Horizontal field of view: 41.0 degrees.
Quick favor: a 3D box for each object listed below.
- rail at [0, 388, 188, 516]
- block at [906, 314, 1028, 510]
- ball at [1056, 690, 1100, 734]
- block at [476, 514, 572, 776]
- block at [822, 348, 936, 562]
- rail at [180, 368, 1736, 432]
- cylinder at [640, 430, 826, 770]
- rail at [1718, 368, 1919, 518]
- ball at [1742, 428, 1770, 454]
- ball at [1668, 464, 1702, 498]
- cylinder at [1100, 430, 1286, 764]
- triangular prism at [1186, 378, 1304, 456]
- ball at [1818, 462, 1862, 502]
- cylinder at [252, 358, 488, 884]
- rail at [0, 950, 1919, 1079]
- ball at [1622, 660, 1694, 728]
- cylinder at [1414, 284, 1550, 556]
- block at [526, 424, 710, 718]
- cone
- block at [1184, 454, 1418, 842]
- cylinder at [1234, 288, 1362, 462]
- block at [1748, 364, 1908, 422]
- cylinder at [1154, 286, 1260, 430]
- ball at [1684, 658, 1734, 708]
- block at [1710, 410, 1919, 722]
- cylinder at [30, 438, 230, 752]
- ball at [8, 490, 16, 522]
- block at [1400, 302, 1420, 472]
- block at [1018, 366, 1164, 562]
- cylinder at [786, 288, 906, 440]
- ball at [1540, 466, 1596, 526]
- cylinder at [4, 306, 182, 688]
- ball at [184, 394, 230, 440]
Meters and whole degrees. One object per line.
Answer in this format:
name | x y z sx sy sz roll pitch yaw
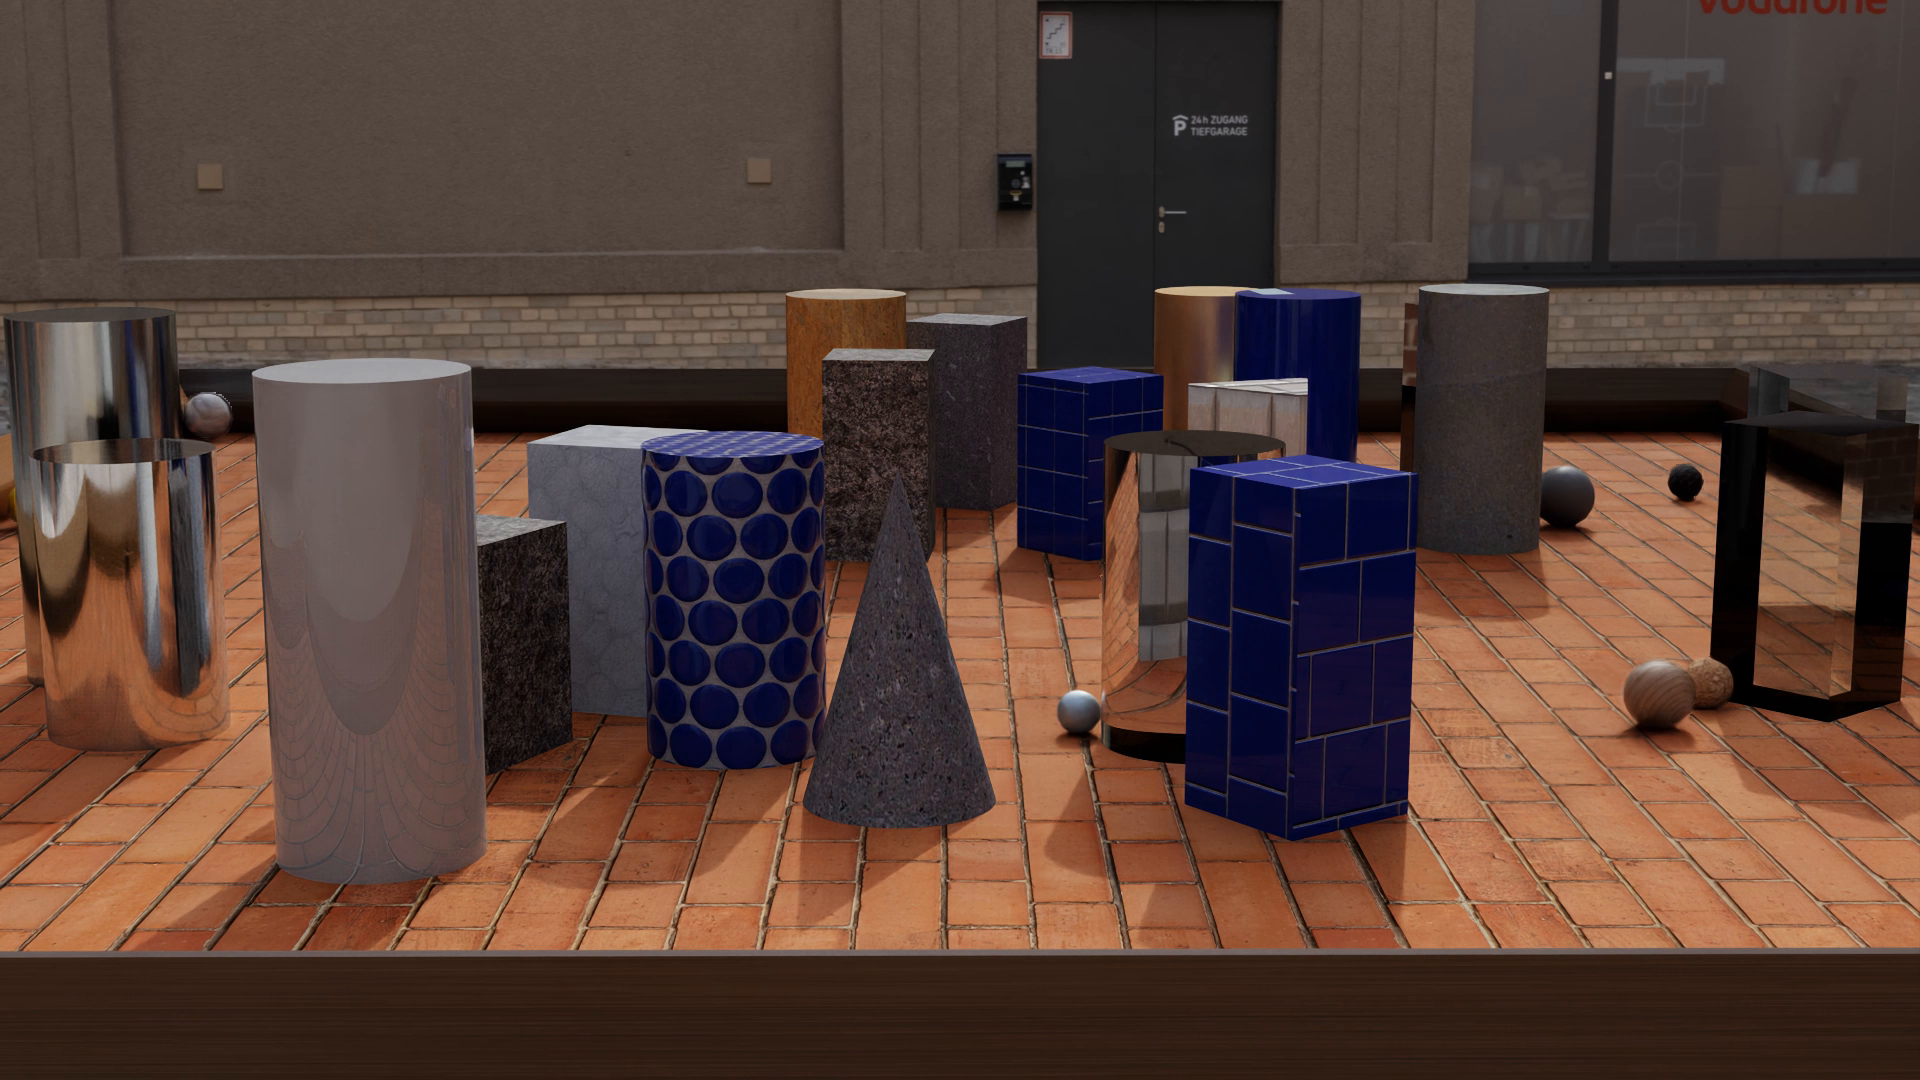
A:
rail | -1.537 0.034 3.440 0.045 0.126 3.415 0 11 0
block | 0.011 -0.217 4.302 0.155 0.307 0.155 5 11 24
ball | 0.130 0.190 2.822 0.048 0.048 0.048 0 11 0
block | -0.525 0.106 2.738 0.155 0.242 0.155 5 12 25
block | -0.120 -0.129 3.849 0.155 0.299 0.155 1 11 4
rail | -0.010 -0.275 5.105 3.122 0.126 0.045 0 11 0
cylinder | -0.241 0.060 2.746 0.194 0.330 0.194 0 11 0
rail | 1.537 0.031 3.458 0.045 0.126 3.415 0 11 0
ball | 1.501 -0.185 4.834 0.050 0.050 0.050 0 11 0
ball | 1.229 -0.098 4.346 0.057 0.057 0.057 0 11 0
cylinder | 0.250 0.057 2.767 0.194 0.328 0.194 0 11 0
triangular prism | 0.397 -0.035 3.258 0.168 0.330 0.145 8 13 37
ball | 1.476 -0.097 4.308 0.069 0.069 0.069 0 11 0
cylinder | -0.540 0.069 2.360 0.194 0.453 0.194 0 11 0
rail | 0.010 0.340 1.793 3.122 0.126 0.045 0 11 0
ball | 0.774 0.171 2.845 0.076 0.076 0.076 0 11 0
cylinder | 0.792 -0.187 3.911 0.194 0.390 0.194 0 11 0
block | -0.389 0.033 2.958 0.155 0.307 0.155 3 11 18
cone | -0.061 0.094 2.540 0.194 0.338 0.194 0 11 0
block | 0.332 0.100 2.510 0.155 0.338 0.155 -8 13 -36
cylinder | 0.521 -0.194 3.985 0.194 0.377 0.194 0 11 0
block | 1.148 -0.064 3.425 0.155 0.325 0.155 0 11 -2
cylinder | 0.427 -0.251 4.375 0.194 0.347 0.194 0 11 0
ball | 0.854 0.164 2.933 0.058 0.058 0.058 0 11 0
block | 0.980 0.026 2.950 0.155 0.323 0.155 -9 14 -40
cylinder | -0.909 0.056 2.817 0.194 0.312 0.194 0 11 0
ball | -1.477 -0.056 4.080 0.071 0.071 0.071 0 11 0
block | 0.843 -0.224 4.269 0.155 0.333 0.155 -4 11 -22
block | 0.197 -0.118 3.884 0.155 0.265 0.155 -9 14 -40
cylinder | -0.184 -0.219 4.162 0.194 0.361 0.194 0 11 0
ball | 0.960 -0.069 4.081 0.097 0.097 0.097 0 11 0
cylinder | -1.027 -0.053 3.070 0.194 0.434 0.194 0 11 0
ball | -1.478 -0.243 5.035 0.090 0.090 0.090 0 11 0
